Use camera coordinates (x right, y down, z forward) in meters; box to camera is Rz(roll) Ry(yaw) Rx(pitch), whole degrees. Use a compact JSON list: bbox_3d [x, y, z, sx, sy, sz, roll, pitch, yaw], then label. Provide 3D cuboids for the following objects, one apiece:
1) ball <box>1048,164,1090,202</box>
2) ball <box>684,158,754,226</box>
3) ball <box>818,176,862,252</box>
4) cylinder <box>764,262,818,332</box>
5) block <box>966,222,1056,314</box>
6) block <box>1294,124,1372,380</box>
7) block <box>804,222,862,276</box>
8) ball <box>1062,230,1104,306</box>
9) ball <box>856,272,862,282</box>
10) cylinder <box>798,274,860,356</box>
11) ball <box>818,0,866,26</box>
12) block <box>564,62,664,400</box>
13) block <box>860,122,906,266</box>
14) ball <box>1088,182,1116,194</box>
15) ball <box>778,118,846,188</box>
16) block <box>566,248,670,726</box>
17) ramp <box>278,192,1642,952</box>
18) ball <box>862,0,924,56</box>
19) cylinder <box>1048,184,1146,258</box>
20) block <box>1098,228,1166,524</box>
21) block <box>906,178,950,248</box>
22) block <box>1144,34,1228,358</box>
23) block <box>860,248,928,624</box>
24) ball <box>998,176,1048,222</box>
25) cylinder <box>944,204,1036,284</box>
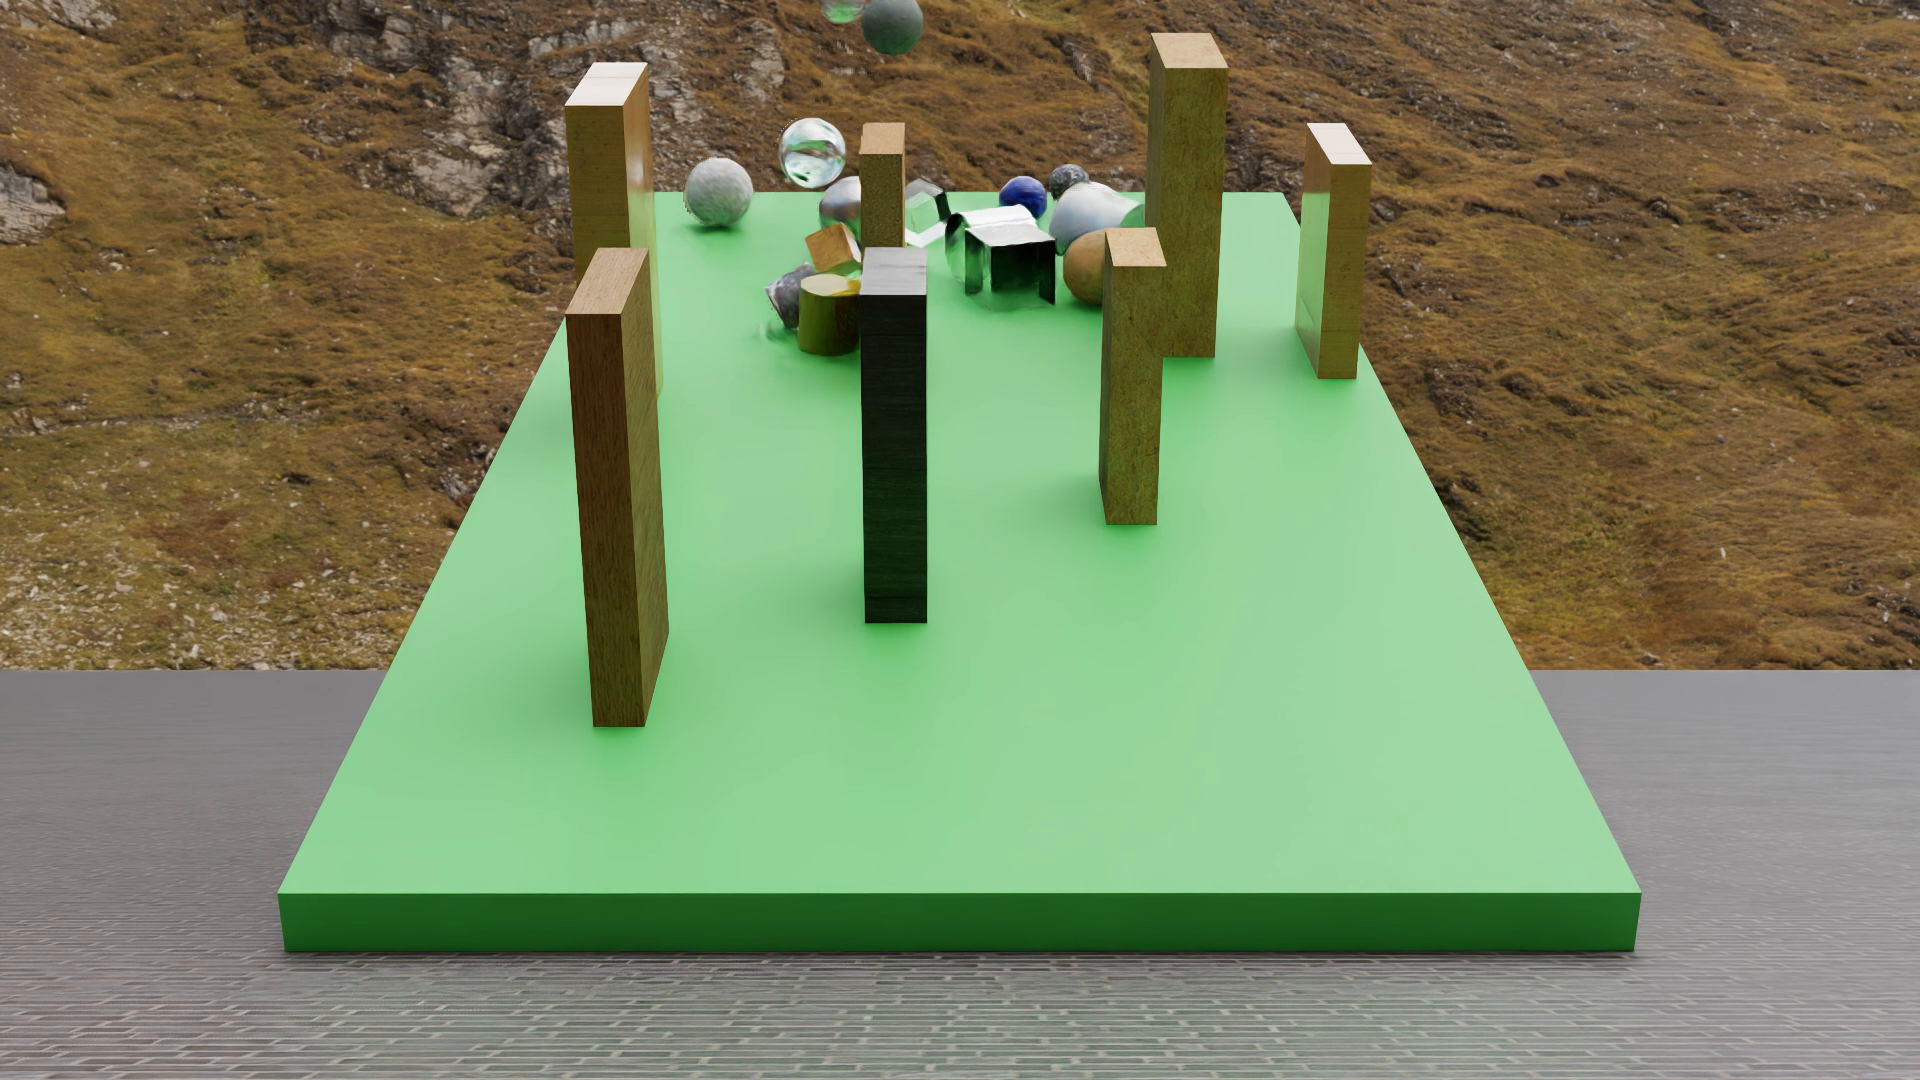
[{"bbox_3d":[0.323,-1.046,6.817,0.124,0.124,0.124,0,-3,0],"label":"ball"},{"bbox_3d":[-0.695,-1.004,6.682,0.197,0.197,0.197,0,-3,0],"label":"ball"},{"bbox_3d":[-0.290,-0.907,6.441,0.209,0.209,0.209,0,-3,0],"label":"ball"},{"bbox_3d":[-0.405,-0.610,5.797,0.128,0.128,0.128,-30,-2,-3],"label":"cylinder"},{"bbox_3d":[0.129,-0.708,6.020,0.179,0.179,0.179,-9,25,-19],"label":"block"},{"bbox_3d":[0.894,-0.700,5.574,0.092,0.519,0.405,0,23,0],"label":"block"},{"bbox_3d":[-0.329,-0.756,6.082,0.105,0.105,0.105,-22,-12,10],"label":"block"},{"bbox_3d":[0.360,-0.704,5.995,0.192,0.192,0.192,0,-3,0],"label":"ball"},{"bbox_3d":[-0.185,-0.601,5.757,0.176,0.176,0.176,0,-3,0],"label":"ball"},{"bbox_3d":[-0.318,-0.551,5.666,0.153,0.153,0.153,4,26,-2],"label":"cylinder"},{"bbox_3d":[-0.341,-1.559,6.684,0.140,0.140,0.140,0,-3,0],"label":"ball"},{"bbox_3d":[-0.756,-0.633,5.111,0.119,0.754,0.425,0,23,0],"label":"block"},{"bbox_3d":[-0.179,-0.670,5.447,0.096,0.560,0.304,0,23,0],"label":"block"},{"bbox_3d":[0.381,-0.933,6.570,0.159,0.159,0.159,0,-3,0],"label":"ball"},{"bbox_3d":[-0.409,-1.070,6.405,0.191,0.191,0.191,0,-3,0],"label":"ball"},{"bbox_3d":[-0.570,-0.091,3.894,0.086,0.721,0.366,0,23,0],"label":"block"},{"bbox_3d":[-0.007,-0.226,5.250,2.000,0.100,4.000,0,23,0],"label":"ramp"},{"bbox_3d":[-0.188,-1.444,6.472,0.175,0.175,0.175,0,-3,0],"label":"ball"},{"bbox_3d":[0.386,-0.835,6.251,0.207,0.207,0.207,25,11,32],"label":"cylinder"},{"bbox_3d":[0.346,-0.334,4.691,0.102,0.540,0.276,0,23,0],"label":"block"},{"bbox_3d":[-0.114,-0.919,6.507,0.124,0.124,0.124,-34,41,-24],"label":"block"},{"bbox_3d":[0.547,-0.850,5.686,0.146,0.705,0.415,0,23,0],"label":"block"},{"bbox_3d":[-0.117,-0.193,4.253,0.115,0.626,0.294,0,23,0],"label":"block"},{"bbox_3d":[0.183,-0.982,6.703,0.143,0.143,0.143,0,-3,0],"label":"ball"},{"bbox_3d":[0.085,-0.793,6.202,0.189,0.189,0.189,-11,2,-25],"label":"cylinder"}]
